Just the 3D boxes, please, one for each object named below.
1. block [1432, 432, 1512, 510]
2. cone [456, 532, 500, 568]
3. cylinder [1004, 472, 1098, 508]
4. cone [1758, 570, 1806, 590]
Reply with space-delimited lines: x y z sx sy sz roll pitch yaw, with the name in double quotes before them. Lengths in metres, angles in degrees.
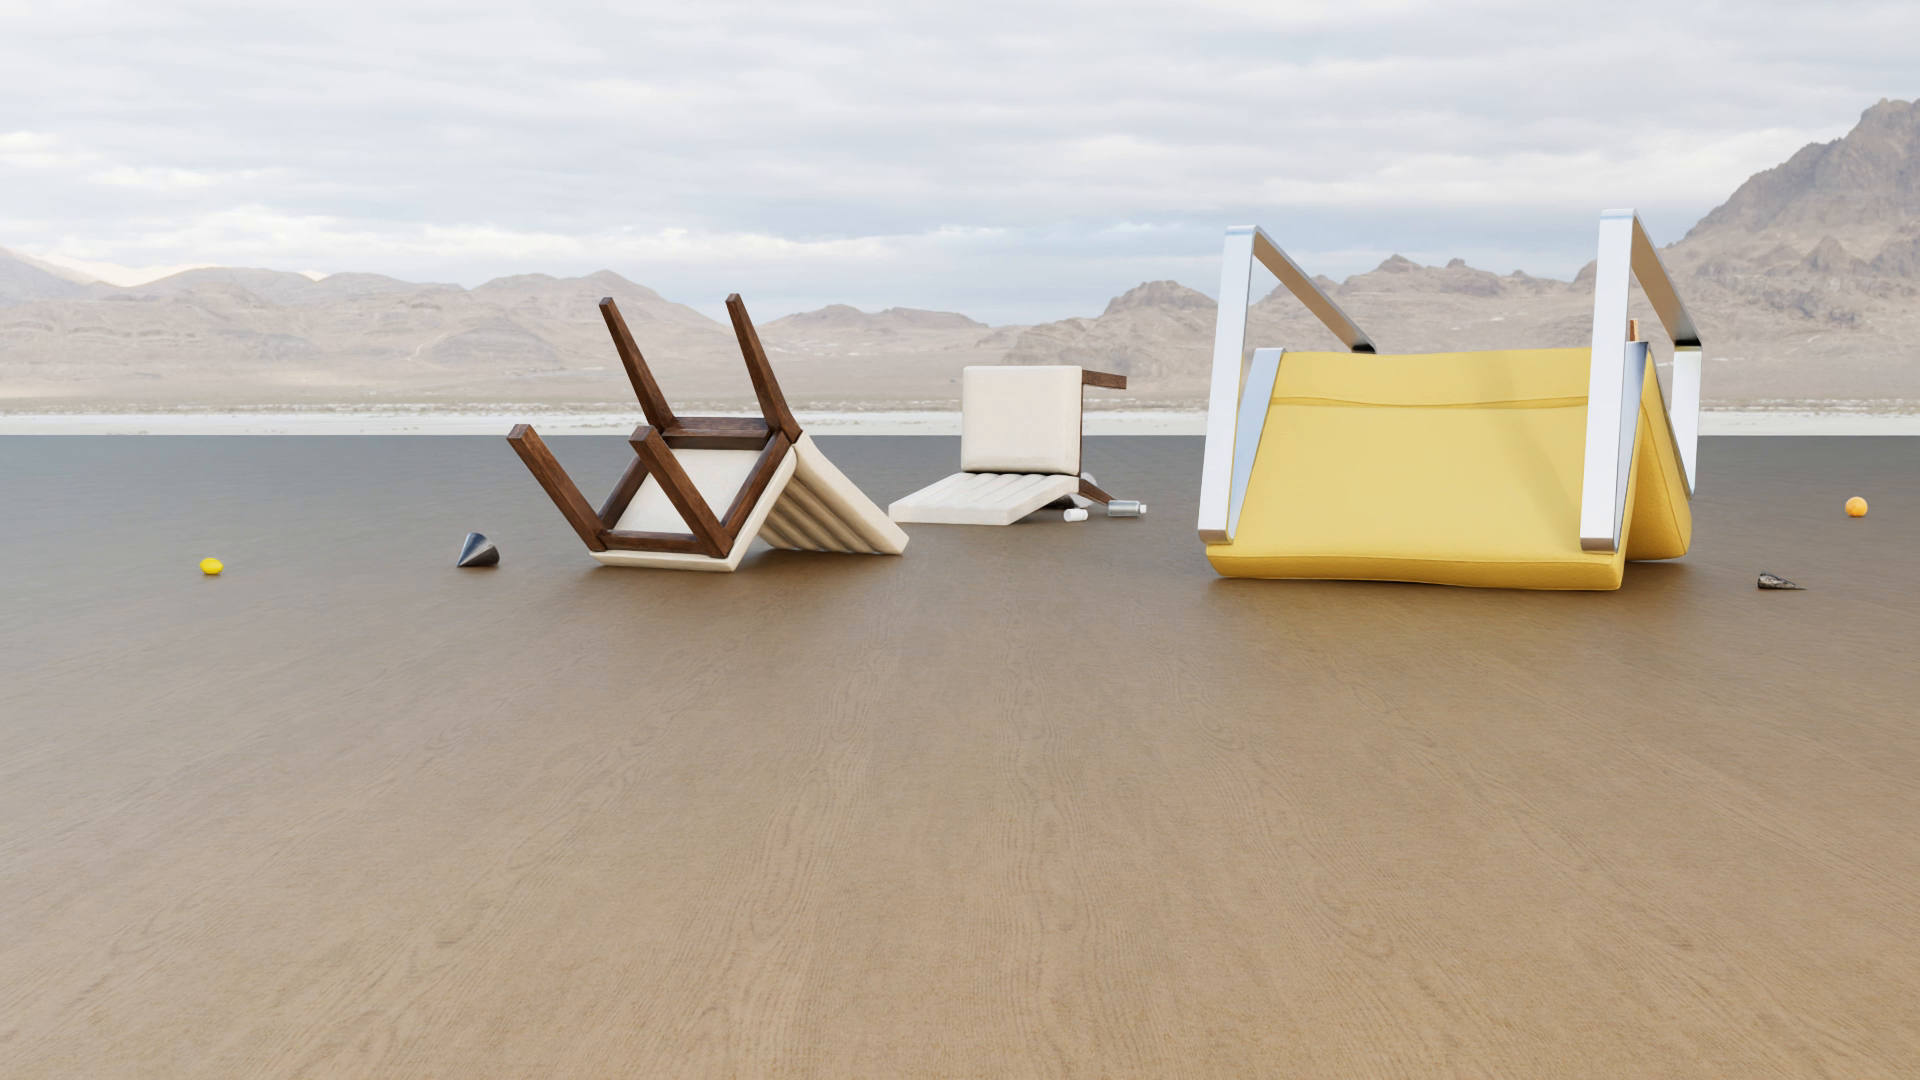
"block" 1.944 -0.266 8.352 0.283 0.283 0.270 1 4 13
"cone" -1.243 0.045 5.575 0.120 0.094 0.093 13 39 36
"cylinder" 0.348 -0.194 8.403 0.279 0.131 0.250 2 -1 29
"cone" 1.856 0.100 4.947 0.101 0.039 0.103 15 10 29
